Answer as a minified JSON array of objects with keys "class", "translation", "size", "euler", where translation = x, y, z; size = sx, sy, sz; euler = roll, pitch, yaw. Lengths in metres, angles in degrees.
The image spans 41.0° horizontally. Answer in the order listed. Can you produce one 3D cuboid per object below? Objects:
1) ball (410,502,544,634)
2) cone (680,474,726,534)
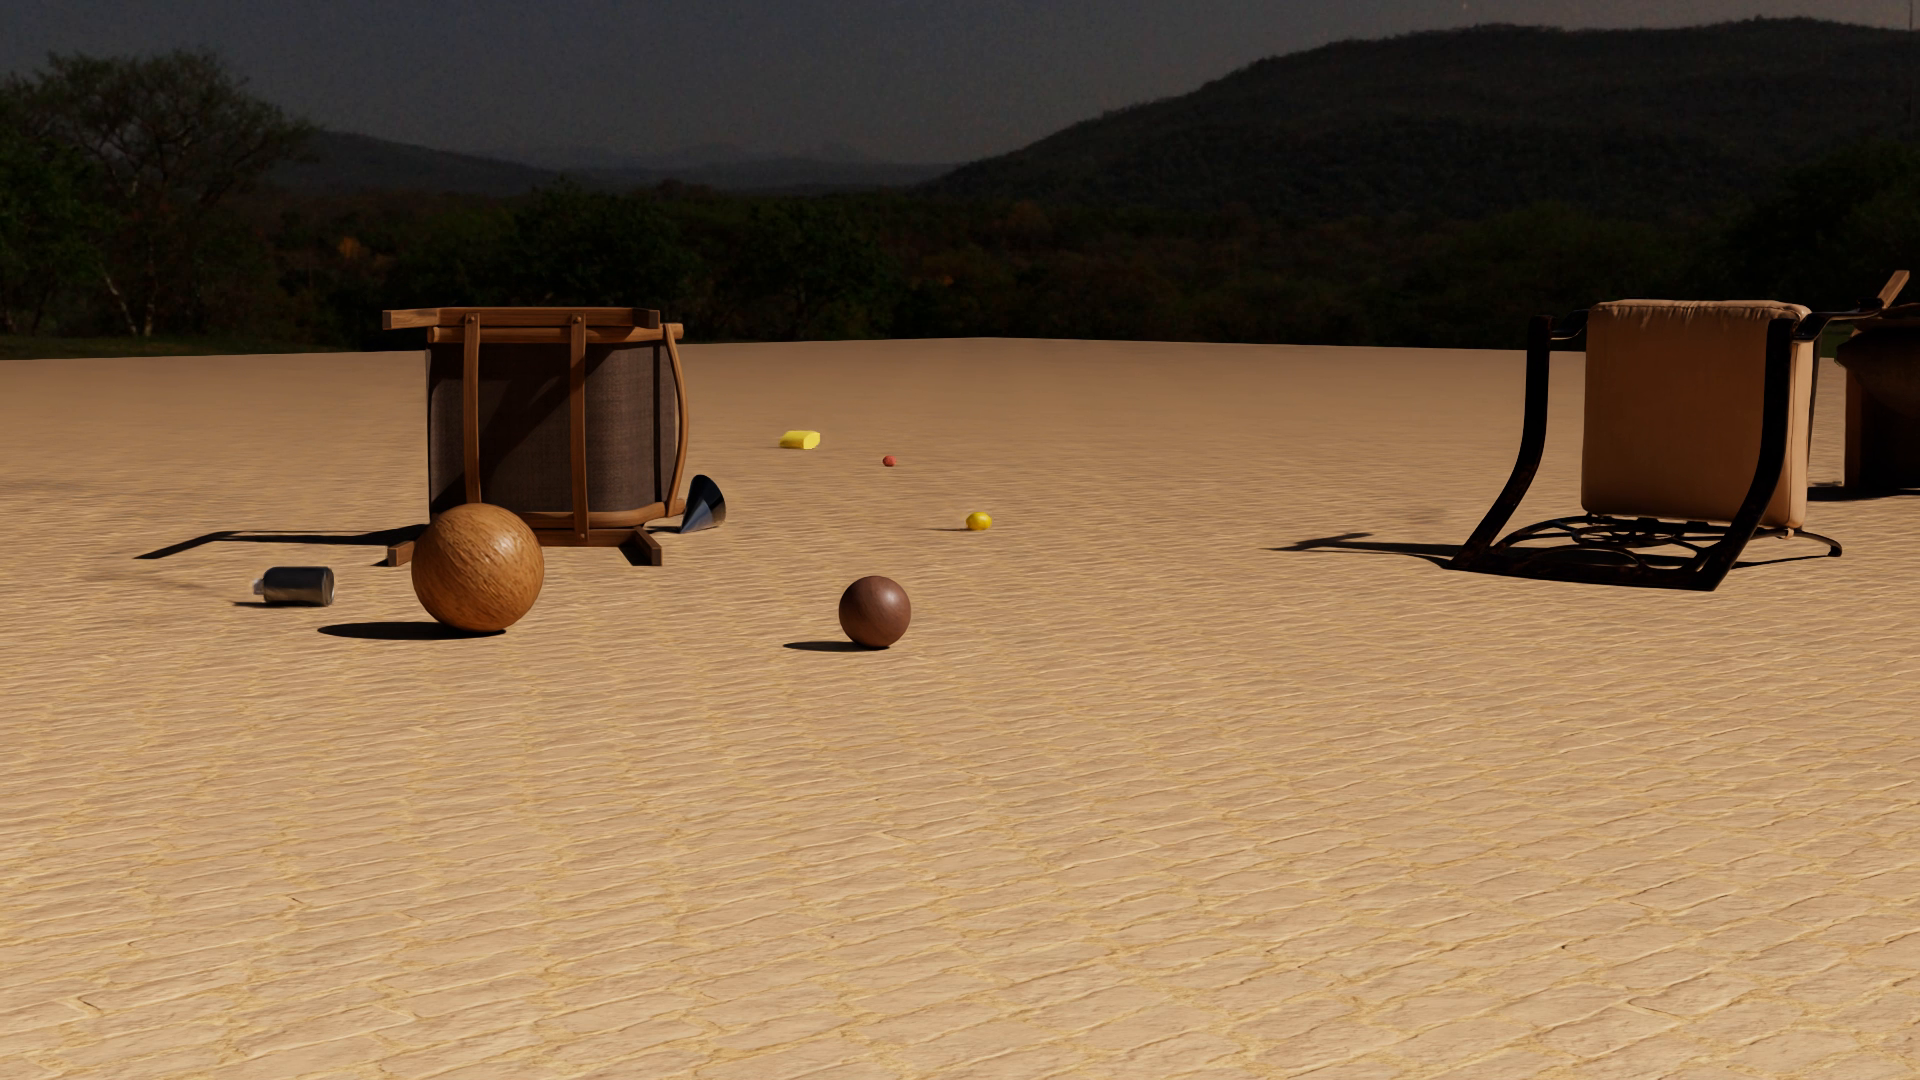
[{"class":"ball","translation":[-0.888,0.052,4.725],"size":[0.242,0.242,0.242],"euler":[0,6,0]},{"class":"cone","translation":[-0.689,-0.059,6.637],"size":[0.092,0.152,0.202],"euler":[-9,23,22]}]
